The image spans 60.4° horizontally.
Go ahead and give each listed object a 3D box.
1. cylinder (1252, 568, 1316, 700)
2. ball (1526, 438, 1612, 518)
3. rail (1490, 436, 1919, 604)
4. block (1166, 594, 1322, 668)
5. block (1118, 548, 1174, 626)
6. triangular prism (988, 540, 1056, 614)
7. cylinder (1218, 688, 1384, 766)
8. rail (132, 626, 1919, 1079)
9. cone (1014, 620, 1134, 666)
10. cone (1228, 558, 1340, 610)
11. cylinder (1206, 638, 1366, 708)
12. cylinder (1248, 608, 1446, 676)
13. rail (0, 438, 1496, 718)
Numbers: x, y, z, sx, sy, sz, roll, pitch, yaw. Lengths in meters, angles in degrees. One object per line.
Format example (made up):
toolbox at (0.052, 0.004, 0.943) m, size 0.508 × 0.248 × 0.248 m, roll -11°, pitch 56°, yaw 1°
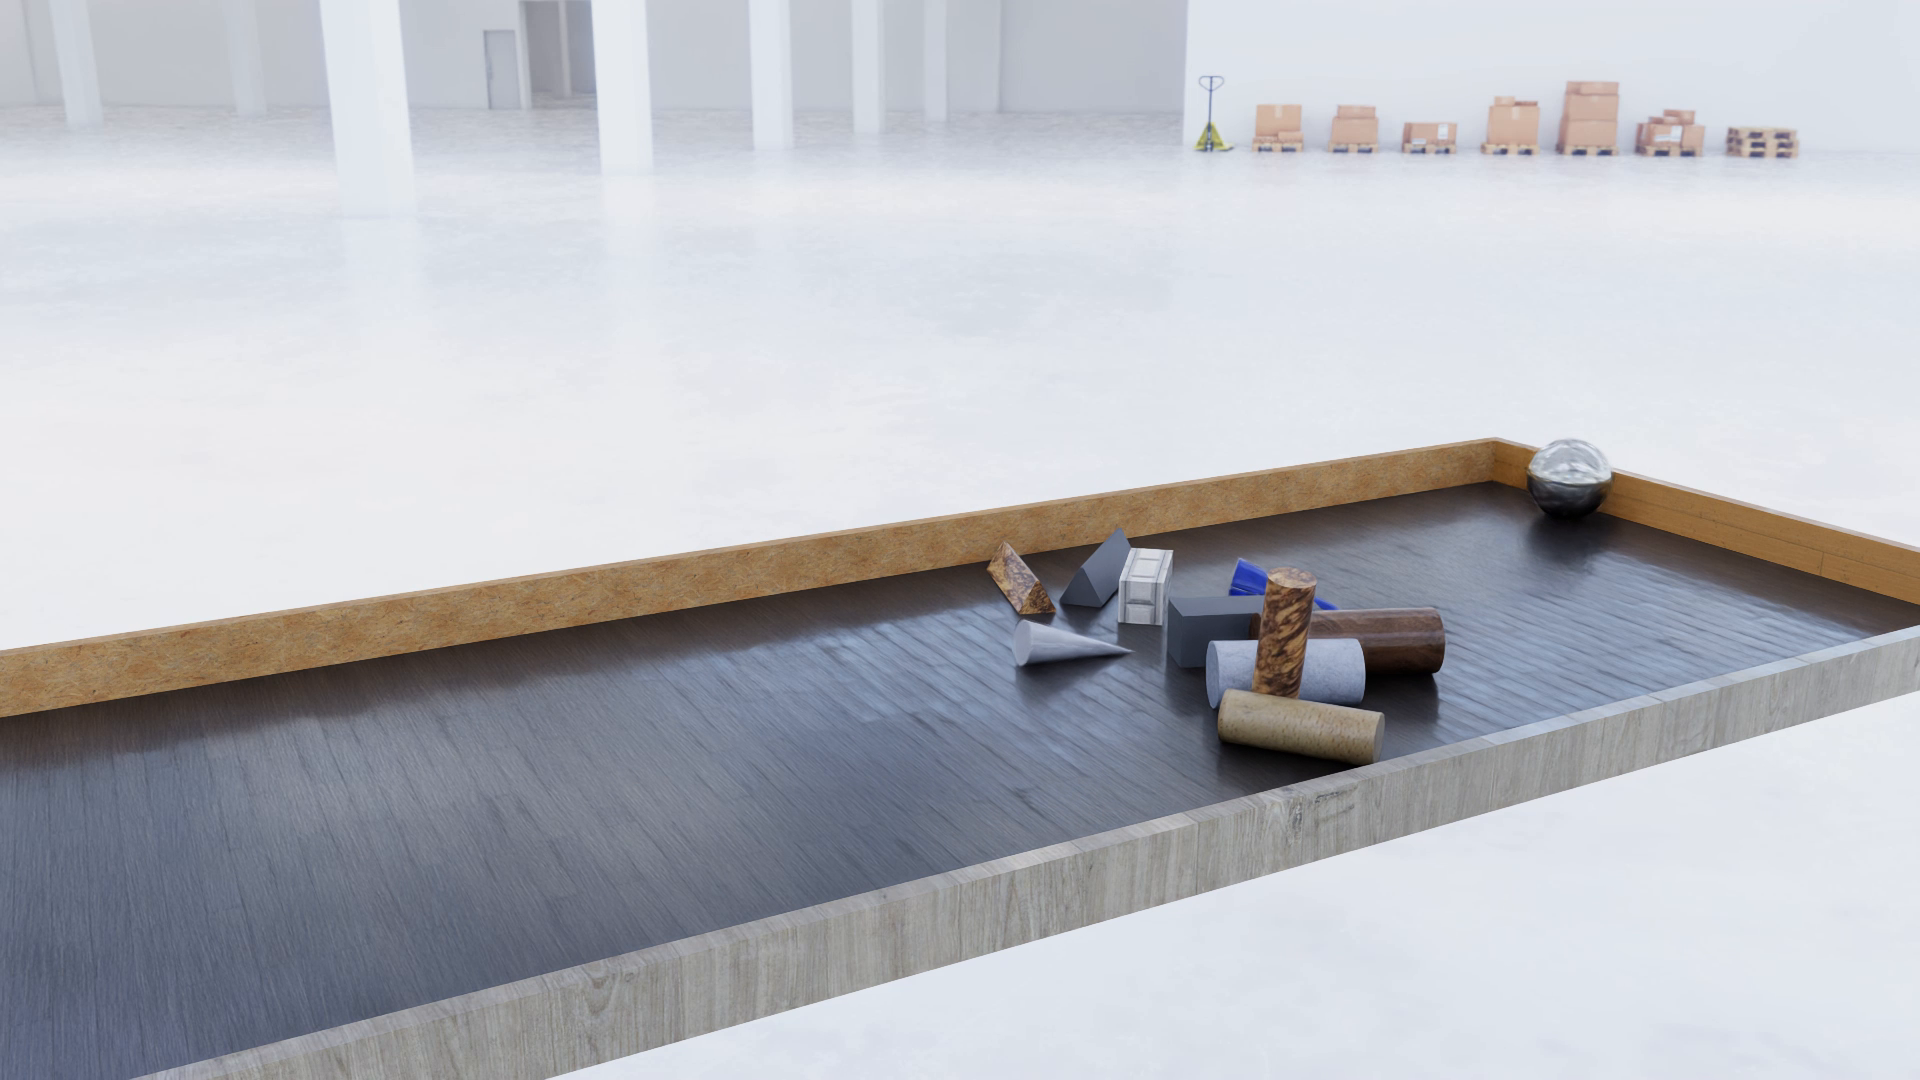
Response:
cylinder at (0.738, 0.256, 3.792) m, size 0.110 × 0.377 × 0.110 m, roll 3°, pitch 24°, yaw -1°
ball at (2.060, -0.208, 5.578) m, size 0.273 × 0.273 × 0.273 m, roll 0°, pitch 16°, yaw 0°
rail at (2.466, -0.048, 5.253) m, size 0.050 × 0.150 × 2.100 m, roll -9°, pitch 18°, yaw -27°
block at (0.741, 0.235, 4.307) m, size 0.371 × 0.140 × 0.140 m, roll -2°, pitch 17°, yaw -7°
block at (0.530, 0.129, 4.698) m, size 0.123 × 0.123 × 0.316 m, roll 3°, pitch 17°, yaw 11°
triangular prism at (0.176, 0.102, 4.833) m, size 0.109 × 0.094 × 0.414 m, roll -3°, pitch 17°, yaw -11°
cylinder at (0.765, 0.421, 3.705) m, size 0.348 × 0.123 × 0.123 m, roll 8°, pitch 18°, yaw 24°
rail at (-2.336, 1.006, 1.665) m, size 12.000 × 0.150 × 0.050 m, roll -9°, pitch 18°, yaw -27°
cone at (0.313, 0.280, 4.298) m, size 0.323 × 0.119 × 0.119 m, roll 6°, pitch 14°, yaw -20°
cone at (0.956, 0.190, 4.559) m, size 0.426 × 0.172 × 0.172 m, roll 16°, pitch 20°, yaw 12°
cylinder at (0.781, 0.321, 3.973) m, size 0.348 × 0.163 × 0.163 m, roll -1°, pitch 16°, yaw -3°
cylinder at (0.974, 0.260, 4.170) m, size 0.455 × 0.169 × 0.169 m, roll -2°, pitch 16°, yaw -5°
rail at (-3.305, 0.497, 3.399) m, size 12.000 × 0.150 × 0.050 m, roll -9°, pitch 18°, yaw -27°
